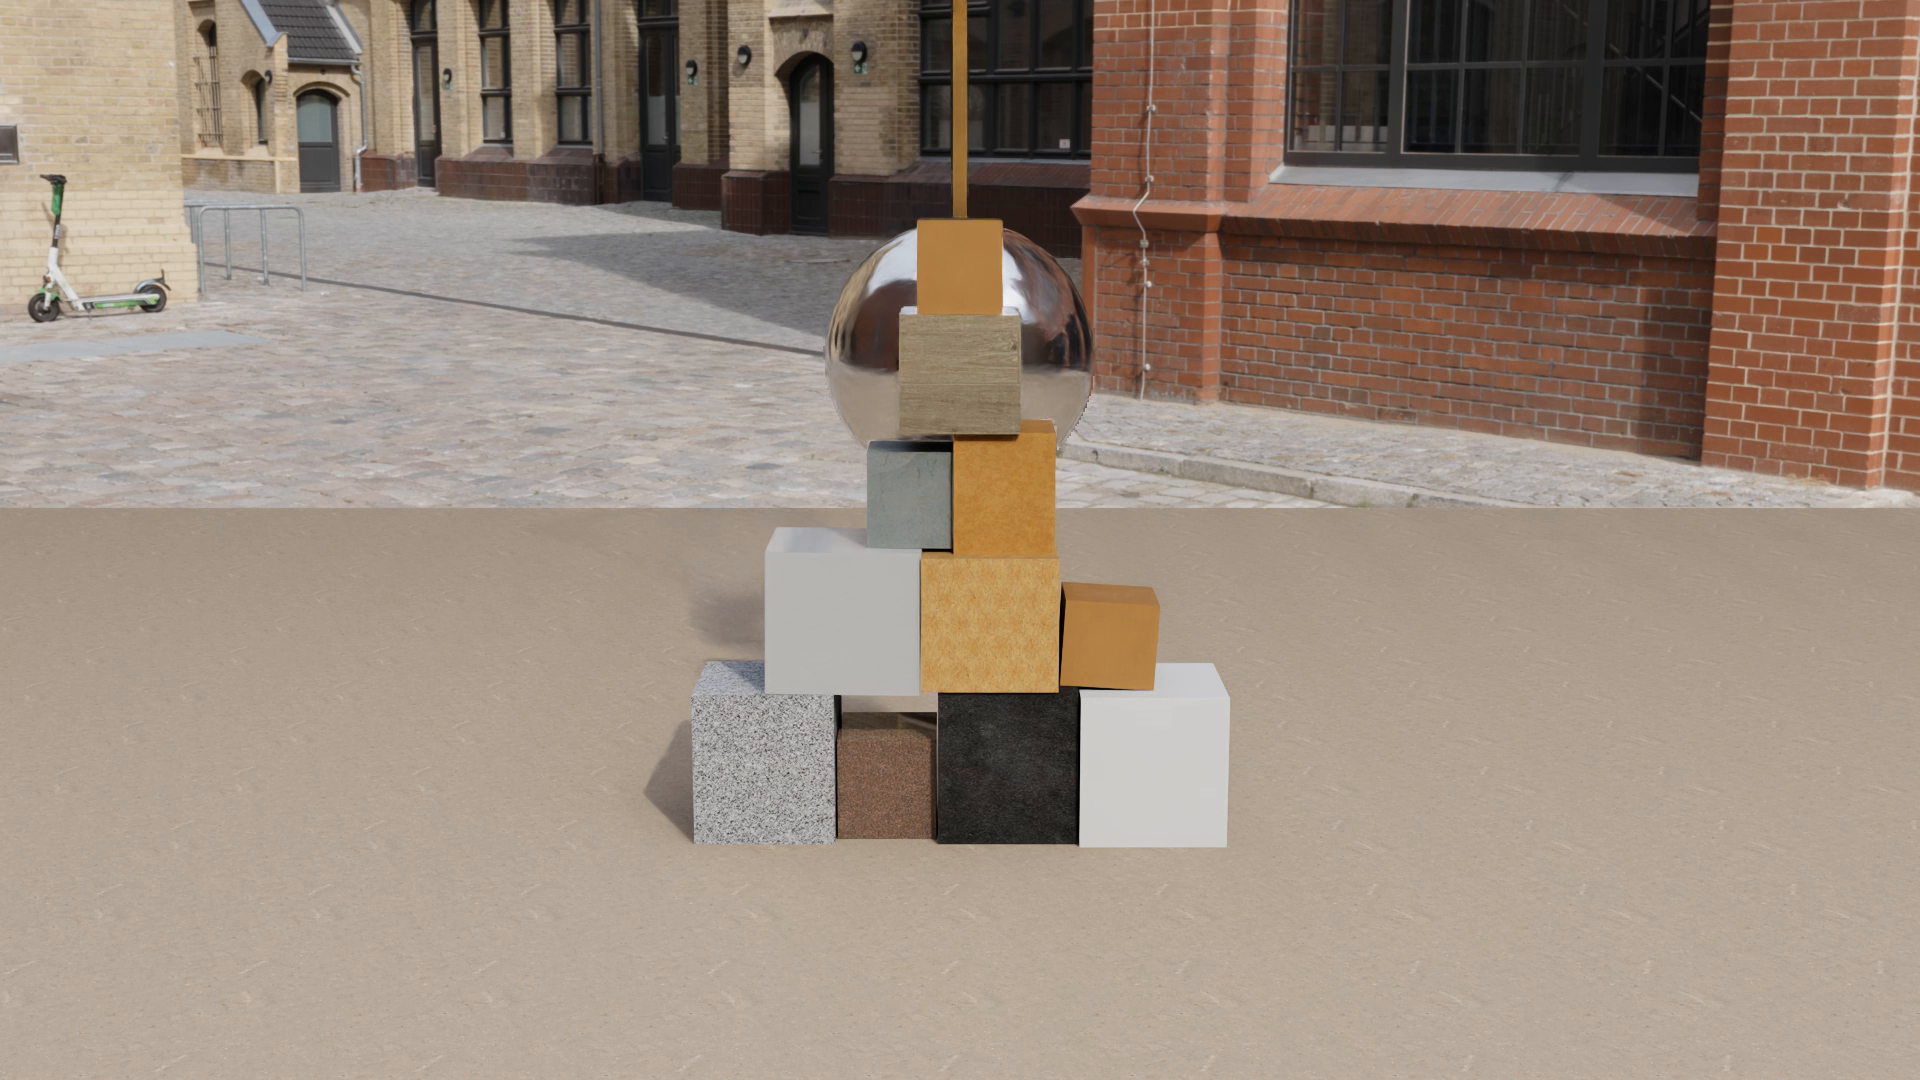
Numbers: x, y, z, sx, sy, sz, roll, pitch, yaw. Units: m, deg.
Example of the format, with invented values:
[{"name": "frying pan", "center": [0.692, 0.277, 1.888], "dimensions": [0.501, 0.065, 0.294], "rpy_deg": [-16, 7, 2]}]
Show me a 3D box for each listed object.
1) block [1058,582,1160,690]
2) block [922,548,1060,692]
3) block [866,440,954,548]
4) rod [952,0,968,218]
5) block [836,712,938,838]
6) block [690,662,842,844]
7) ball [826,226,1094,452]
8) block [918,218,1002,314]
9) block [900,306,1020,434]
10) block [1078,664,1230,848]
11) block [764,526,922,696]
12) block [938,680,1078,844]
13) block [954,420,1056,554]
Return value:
[{"name": "block", "center": [0.753, 0.488, 11.266], "dimensions": [0.473, 0.438, 0.473], "rpy_deg": [3, 10, -1]}, {"name": "block", "center": [0.150, 0.360, 11.253], "dimensions": [0.682, 0.676, 0.749], "rpy_deg": [0, 10, 0]}, {"name": "block", "center": [-0.248, -0.234, 11.147], "dimensions": [0.430, 0.483, 0.421], "rpy_deg": [0, 10, 0]}, {"name": "rod", "center": [0.000, -4.028, 11.362], "dimensions": [0.080, 5.200, 0.080], "rpy_deg": [0, 31, 0]}, {"name": "block", "center": [-0.371, 1.216, 11.415], "dimensions": [0.501, 0.523, 0.544], "rpy_deg": [0, 10, 0]}, {"name": "block", "center": [-0.987, 1.091, 11.395], "dimensions": [0.711, 0.777, 0.723], "rpy_deg": [0, 10, 0]}, {"name": "ball", "center": [0.000, -1.100, 13.089], "dimensions": [1.600, 1.600, 1.600], "rpy_deg": [0, 10, 0]}, {"name": "block", "center": [0.001, -1.365, 10.912], "dimensions": [0.413, 0.454, 0.394], "rpy_deg": [0, 10, 0]}, {"name": "block", "center": [0.001, -0.856, 11.012], "dimensions": [0.590, 0.583, 0.559], "rpy_deg": [0, 10, 0]}, {"name": "block", "center": [0.972, 1.099, 11.362], "dimensions": [0.741, 0.772, 0.752], "rpy_deg": [0, 10, 0]}, {"name": "block", "center": [-0.582, 0.355, 11.259], "dimensions": [0.772, 0.721, 0.713], "rpy_deg": [1, 10, 0]}, {"name": "block", "center": [0.241, 1.084, 11.383], "dimensions": [0.702, 0.795, 0.706], "rpy_deg": [0, 10, 0]}, {"name": "block", "center": [0.220, -0.274, 11.146], "dimensions": [0.505, 0.609, 0.518], "rpy_deg": [0, 10, 0]}]
